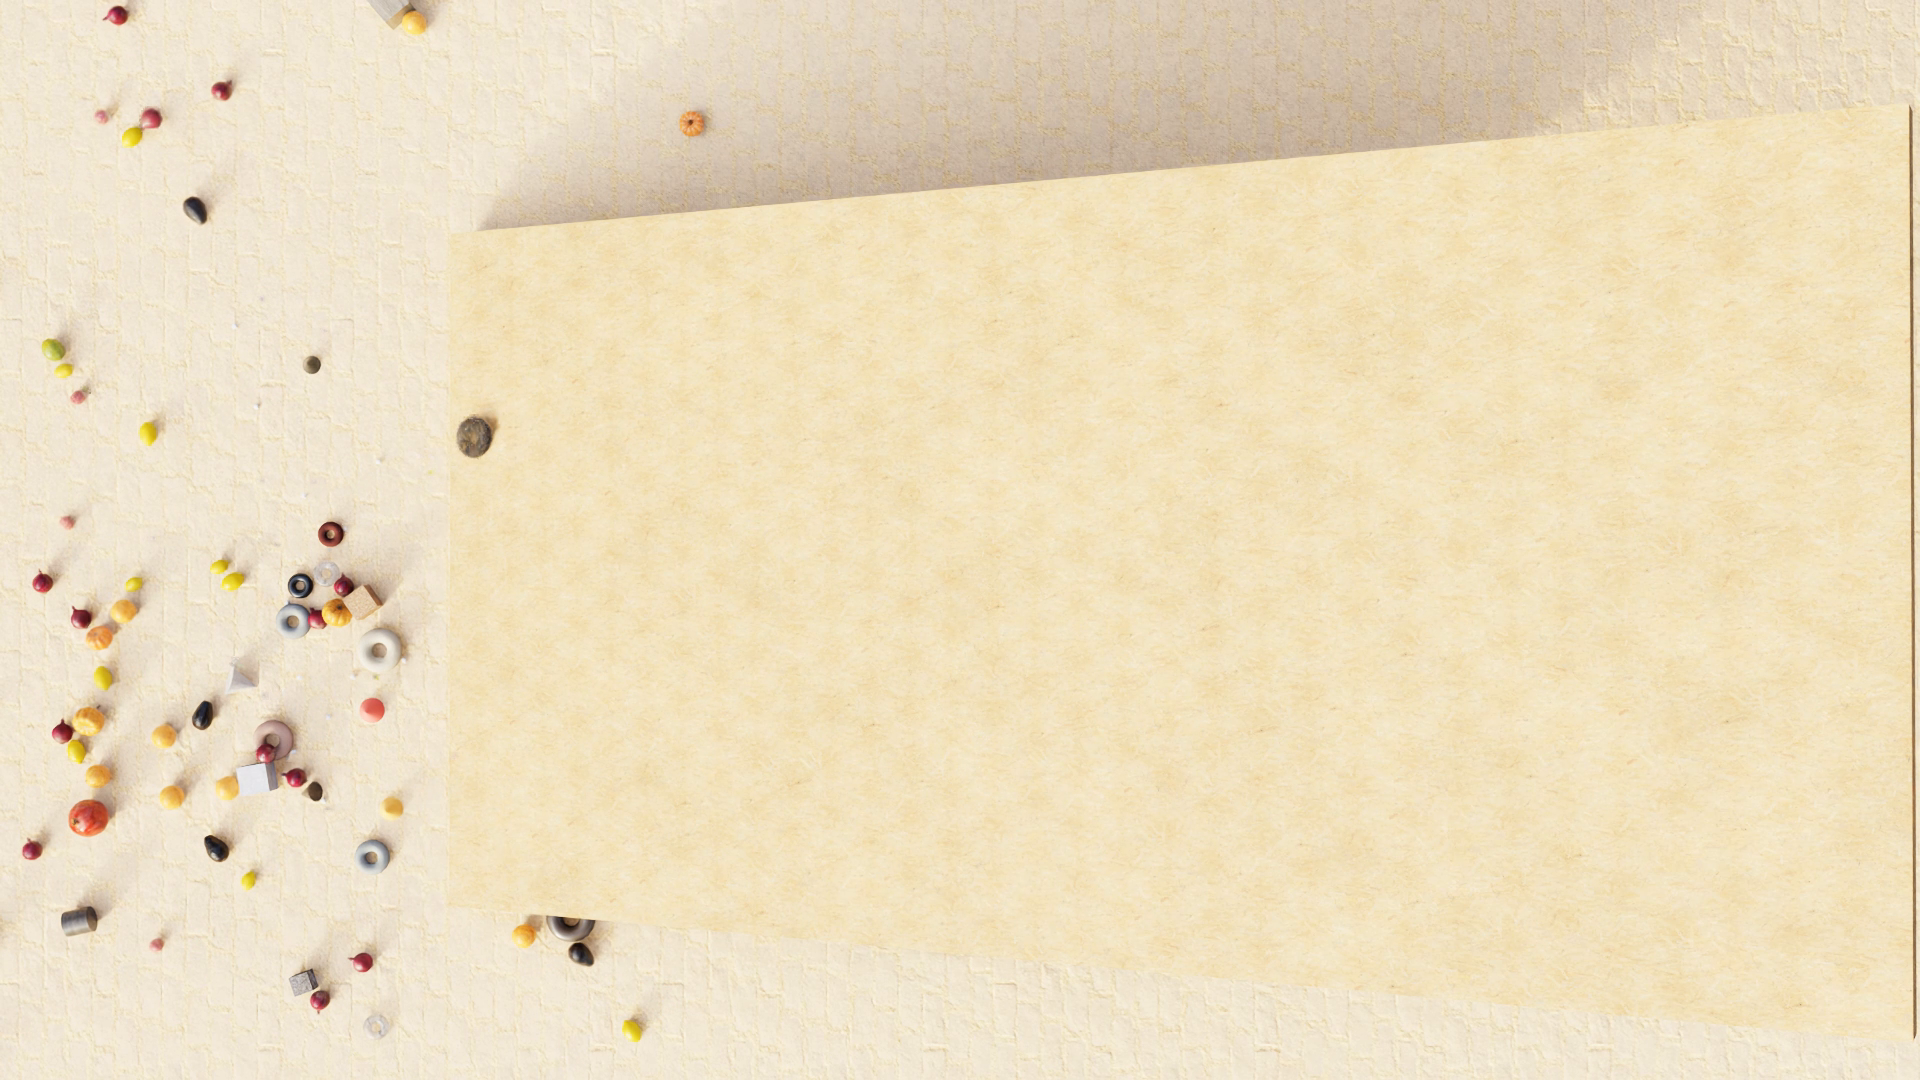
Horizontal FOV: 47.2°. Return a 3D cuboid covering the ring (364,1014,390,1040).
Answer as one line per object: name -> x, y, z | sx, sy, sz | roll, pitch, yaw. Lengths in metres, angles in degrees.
ring -> -1.753, 1.462, 6.601 | 0.078, 0.026, 0.078 | 0, 88, -1

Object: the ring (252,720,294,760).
ring -> -2.063, 0.602, 6.604 | 0.122, 0.041, 0.122 | 0, 90, -1

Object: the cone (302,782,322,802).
cone -> -1.960, 0.760, 6.608 | 0.061, 0.061, 0.061 | -15, 89, 31

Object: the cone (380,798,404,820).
cone -> -1.712, 0.809, 6.585 | 0.072, 0.072, 0.072 | 0, 89, 0

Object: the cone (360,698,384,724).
cone -> -1.771, 0.513, 6.586 | 0.077, 0.077, 0.077 | 0, 89, 0

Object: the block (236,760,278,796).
block -> -2.102, 0.713, 6.579 | 0.086, 0.086, 0.086 | -10, 89, 0

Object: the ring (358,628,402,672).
ring -> -1.742, 0.331, 6.604 | 0.136, 0.045, 0.136 | 0, 90, -1

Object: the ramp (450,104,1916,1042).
ramp -> 0.277, 0.078, 5.655 | 4.000, 0.100, 2.000 | 0, 89, 28

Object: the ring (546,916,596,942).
ring -> -1.166, 1.132, 6.594 | 0.148, 0.049, 0.148 | 0, 88, -1

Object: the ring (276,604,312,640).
ring -> -2.003, 0.245, 6.610 | 0.109, 0.036, 0.109 | 0, 90, 1

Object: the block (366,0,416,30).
block -> -1.707, -1.606, 6.600 | 0.092, 0.092, 0.092 | -40, 90, 0

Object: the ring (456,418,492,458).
ring -> -1.432, -0.301, 6.477 | 0.122, 0.041, 0.122 | 0, 90, 27

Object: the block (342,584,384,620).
block -> -1.789, 0.187, 6.590 | 0.076, 0.076, 0.076 | -35, 90, 0

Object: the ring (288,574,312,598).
ring -> -1.985, 0.138, 6.616 | 0.077, 0.026, 0.077 | 0, 88, 0

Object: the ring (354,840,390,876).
ring -> -1.765, 0.953, 6.602 | 0.106, 0.035, 0.106 | 0, 88, 0

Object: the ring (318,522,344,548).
ring -> -1.894, -0.017, 6.617 | 0.077, 0.026, 0.077 | 0, 88, 1

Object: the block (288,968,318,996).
block -> -1.966, 1.326, 6.587 | 0.058, 0.058, 0.058 | -20, 89, 0

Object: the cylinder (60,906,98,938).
cylinder -> -2.635, 1.142, 6.579 | 0.077, 0.077, 0.077 | -13, 89, 0

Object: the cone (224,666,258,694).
cone -> -2.153, 0.432, 6.606 | 0.085, 0.085, 0.085 | 16, 89, -26

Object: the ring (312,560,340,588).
ring -> -1.906, 0.101, 6.615 | 0.082, 0.027, 0.082 | 0, 89, 1

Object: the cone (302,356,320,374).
cone -> -1.956, -0.528, 6.607 | 0.056, 0.056, 0.056 | 0, 89, 0
